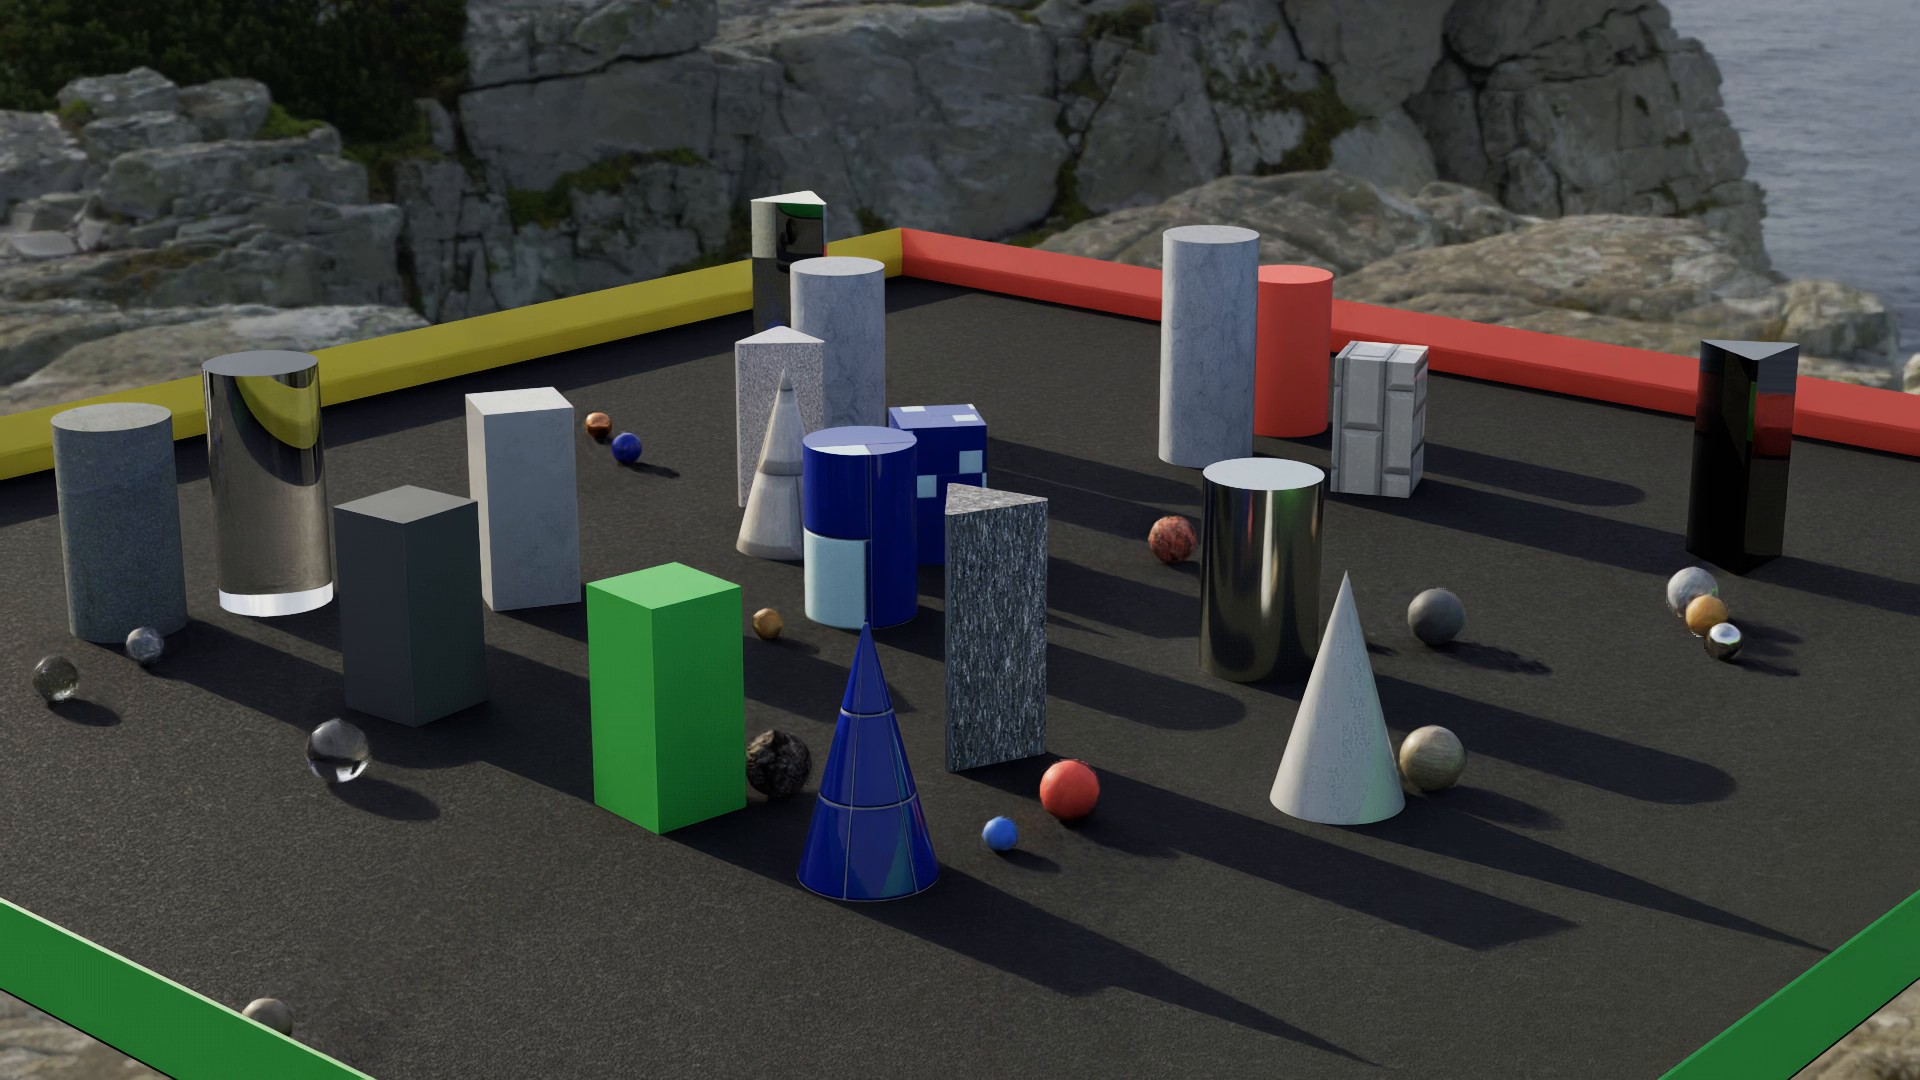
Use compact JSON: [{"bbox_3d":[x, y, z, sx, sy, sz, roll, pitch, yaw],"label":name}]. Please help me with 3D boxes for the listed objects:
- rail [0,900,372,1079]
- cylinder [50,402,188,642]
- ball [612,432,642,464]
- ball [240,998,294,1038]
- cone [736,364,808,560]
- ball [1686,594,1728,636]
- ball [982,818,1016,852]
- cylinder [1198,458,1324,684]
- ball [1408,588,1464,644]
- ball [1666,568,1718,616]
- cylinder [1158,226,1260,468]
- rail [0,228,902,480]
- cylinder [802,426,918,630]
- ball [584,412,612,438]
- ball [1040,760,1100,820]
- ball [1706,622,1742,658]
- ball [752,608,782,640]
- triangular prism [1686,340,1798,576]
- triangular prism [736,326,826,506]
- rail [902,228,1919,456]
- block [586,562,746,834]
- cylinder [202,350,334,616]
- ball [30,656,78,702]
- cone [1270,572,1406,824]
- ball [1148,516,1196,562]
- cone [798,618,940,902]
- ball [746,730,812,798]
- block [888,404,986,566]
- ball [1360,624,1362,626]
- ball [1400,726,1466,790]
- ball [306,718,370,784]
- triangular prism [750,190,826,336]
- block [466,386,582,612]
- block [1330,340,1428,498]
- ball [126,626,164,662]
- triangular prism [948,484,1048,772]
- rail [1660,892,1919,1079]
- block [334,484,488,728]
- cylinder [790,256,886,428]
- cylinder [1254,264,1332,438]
[{"bbox_3d":[-1.283,0.458,3.706,3.852,0.126,0.045,14,22,39],"label":"rail"},{"bbox_3d":[-1.408,-0.031,4.917,0.193,0.364,0.193,0,17,0],"label":"cylinder"},{"bbox_3d":[-0.677,-0.186,5.952,0.063,0.063,0.063,0,17,0],"label":"ball"},{"bbox_3d":[-0.816,0.570,3.449,0.063,0.063,0.063,0,17,0],"label":"ball"},{"bbox_3d":[-0.317,-0.156,5.366,0.193,0.344,0.193,0,17,0],"label":"cone"},{"bbox_3d":[1.250,0.126,4.909,0.068,0.068,0.068,0,17,0],"label":"ball"},{"bbox_3d":[0.055,0.404,4.025,0.047,0.047,0.047,0,17,0],"label":"ball"},{"bbox_3d":[0.485,0.048,4.727,0.193,0.323,0.193,0,17,0],"label":"cylinder"},{"bbox_3d":[0.789,0.127,4.863,0.093,0.093,0.093,0,17,0],"label":"ball"},{"bbox_3d":[1.250,0.089,5.002,0.086,0.086,0.086,0,17,0],"label":"ball"},{"bbox_3d":[0.504,-0.393,5.952,0.193,0.461,0.193,0,17,0],"label":"cylinder"},{"bbox_3d":[-1.436,-0.329,6.314,0.045,0.126,3.961,14,22,39],"label":"rail"},{"bbox_3d":[-0.169,-0.022,4.991,0.193,0.305,0.193,0,17,0],"label":"cylinder"},{"bbox_3d":[-0.758,-0.240,6.144,0.057,0.057,0.057,0,17,0],"label":"ball"},{"bbox_3d":[0.154,0.353,4.130,0.084,0.084,0.084,0,17,0],"label":"ball"},{"bbox_3d":[1.251,0.165,4.799,0.058,0.058,0.058,0,17,0],"label":"ball"},{"bbox_3d":[-0.322,0.140,4.893,0.051,0.051,0.051,0,17,0],"label":"ball"},{"bbox_3d":[1.389,-0.157,5.283,0.145,0.395,0.167,14,22,38],"label":"triangular prism"},{"bbox_3d":[-0.345,-0.241,5.685,0.167,0.323,0.145,-1,17,-3],"label":"triangular prism"},{"bbox_3d":[1.283,-0.395,6.535,3.852,0.126,0.045,14,22,39],"label":"rail"},{"bbox_3d":[-0.414,0.221,4.141,0.155,0.330,0.155,-14,22,-40],"label":"block"},{"bbox_3d":[-1.190,-0.099,5.045,0.193,0.421,0.193,0,17,0],"label":"cylinder"},{"bbox_3d":[-1.421,0.218,4.601,0.071,0.071,0.071,0,17,0],"label":"ball"},{"bbox_3d":[0.542,0.207,4.162,0.193,0.345,0.193,0,17,0],"label":"cone"},{"bbox_3d":[0.384,-0.001,5.302,0.086,0.086,0.086,0,17,0],"label":"ball"},{"bbox_3d":[-0.123,0.273,3.905,0.193,0.367,0.193,0,17,0],"label":"cone"},{"bbox_3d":[-0.262,0.321,4.214,0.097,0.097,0.097,0,17,0],"label":"ball"},{"bbox_3d":[-0.041,-0.101,5.336,0.155,0.256,0.155,-3,17,-9],"label":"block"},{"bbox_3d":[0.648,0.150,4.875,0.042,0.042,0.042,0,17,0],"label":"ball"},{"bbox_3d":[0.683,0.315,4.239,0.094,0.094,0.094,0,17,0],"label":"ball"},{"bbox_3d":[-0.905,0.307,4.267,0.093,0.093,0.093,0,17,0],"label":"ball"},{"bbox_3d":[-0.348,-0.520,6.376,0.167,0.458,0.145,5,17,15],"label":"triangular prism"},{"bbox_3d":[-0.757,-0.072,5.082,0.155,0.349,0.155,-6,18,-20],"label":"block"},{"bbox_3d":[0.826,-0.239,5.771,0.155,0.269,0.155,5,18,18],"label":"block"},{"bbox_3d":[-1.328,0.170,4.778,0.059,0.059,0.059,0,17,0],"label":"ball"},{"bbox_3d":[0.021,0.122,4.358,0.167,0.394,0.145,-9,19,-27],"label":"triangular prism"},{"bbox_3d":[1.436,0.392,3.926,0.045,0.126,3.961,14,22,39],"label":"rail"},{"bbox_3d":[-0.851,0.100,4.549,0.155,0.326,0.155,12,21,35],"label":"block"},{"bbox_3d":[-0.250,-0.375,6.028,0.193,0.382,0.193,0,17,0],"label":"cylinder"},{"bbox_3d":[0.686,-0.401,6.205,0.193,0.329,0.193,0,17,0],"label":"cylinder"}]
